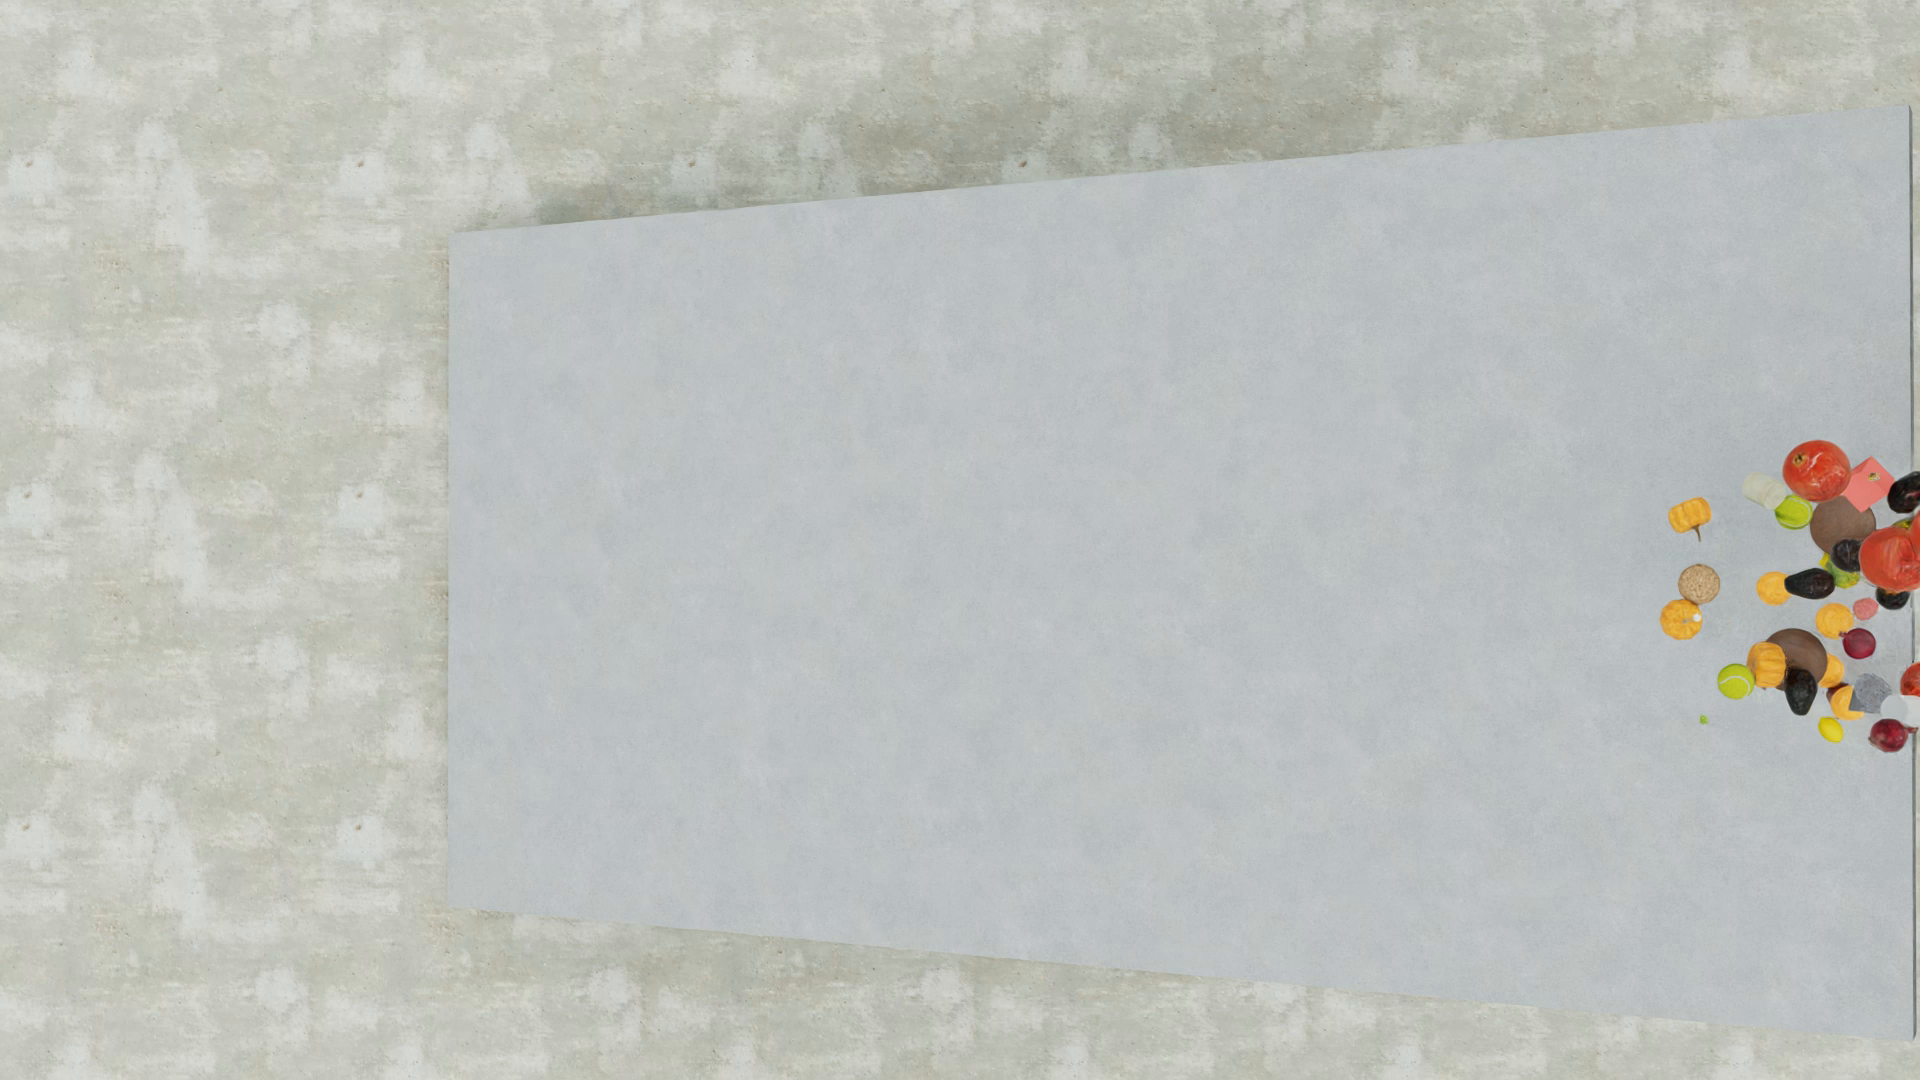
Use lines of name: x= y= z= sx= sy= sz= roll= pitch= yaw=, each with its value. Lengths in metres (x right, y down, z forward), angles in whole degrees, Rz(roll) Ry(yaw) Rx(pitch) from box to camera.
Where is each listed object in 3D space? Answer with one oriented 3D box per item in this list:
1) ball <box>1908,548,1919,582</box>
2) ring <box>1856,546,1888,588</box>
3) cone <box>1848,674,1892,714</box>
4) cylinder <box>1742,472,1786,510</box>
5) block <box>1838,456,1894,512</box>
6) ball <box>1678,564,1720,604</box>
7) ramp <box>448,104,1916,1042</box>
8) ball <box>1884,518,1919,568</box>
ball: x=1.638 y=0.043 z=3.718 sx=0.068 sy=0.068 sz=0.068 roll=0 pitch=89 yaw=0
ring: x=1.737 y=0.050 z=4.188 sx=0.083 sy=0.028 sz=0.083 roll=15 pitch=65 yaw=-34
cone: x=1.716 y=0.309 z=4.187 sx=0.083 sy=0.083 sz=0.083 roll=7 pitch=62 yaw=-13
cylinder: x=1.544 y=-0.095 z=4.223 sx=0.057 sy=0.057 sz=0.057 roll=-12 pitch=119 yaw=-23
block: x=1.685 y=-0.104 z=4.087 sx=0.062 sy=0.062 sz=0.062 roll=47 pitch=133 yaw=4
ball: x=1.591 y=0.096 z=4.733 sx=0.088 sy=0.088 sz=0.088 roll=0 pitch=89 yaw=0
ramp: x=0.278 y=0.078 z=5.658 sx=4.000 sy=0.100 sz=2.000 roll=0 pitch=89 yaw=27
ball: x=1.764 y=0.005 z=4.081 sx=0.094 sy=0.094 sz=0.094 roll=0 pitch=89 yaw=0
